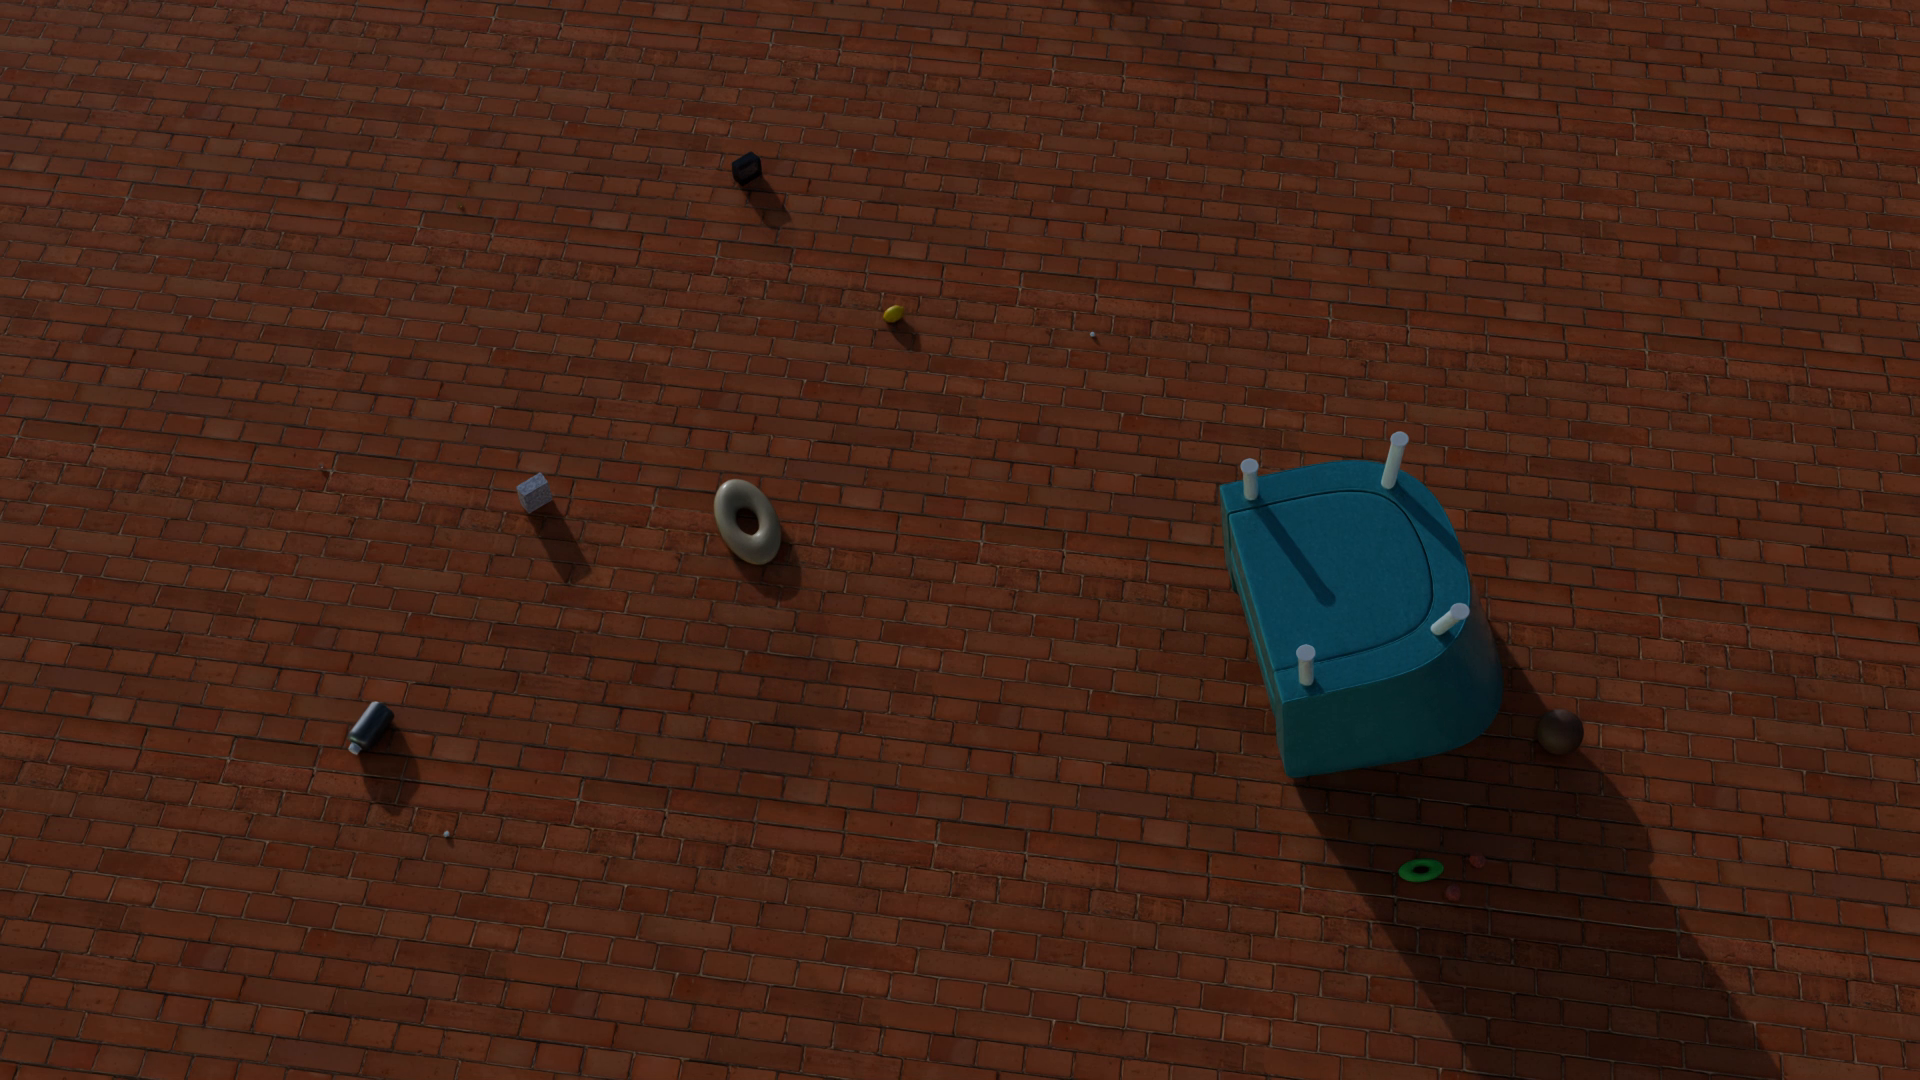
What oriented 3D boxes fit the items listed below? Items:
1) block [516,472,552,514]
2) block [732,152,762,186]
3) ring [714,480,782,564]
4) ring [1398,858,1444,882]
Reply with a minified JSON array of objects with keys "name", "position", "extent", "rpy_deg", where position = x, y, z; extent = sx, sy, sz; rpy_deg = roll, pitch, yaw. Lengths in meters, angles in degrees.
[{"name":"block","position":[-1.280,-0.141,6.612],"extent":[0.086,0.093,0.045],"rpy_deg":[-33,62,-20]},{"name":"block","position":[-0.714,-1.244,7.365],"extent":[0.084,0.072,0.050],"rpy_deg":[-35,63,-21]},{"name":"ring","position":[-0.636,-0.055,6.578],"extent":[0.181,0.056,0.322],"rpy_deg":[-20,59,-12]},{"name":"ring","position":[1.249,0.894,5.956],"extent":[0.126,0.031,0.066],"rpy_deg":[-7,58,-4]}]
